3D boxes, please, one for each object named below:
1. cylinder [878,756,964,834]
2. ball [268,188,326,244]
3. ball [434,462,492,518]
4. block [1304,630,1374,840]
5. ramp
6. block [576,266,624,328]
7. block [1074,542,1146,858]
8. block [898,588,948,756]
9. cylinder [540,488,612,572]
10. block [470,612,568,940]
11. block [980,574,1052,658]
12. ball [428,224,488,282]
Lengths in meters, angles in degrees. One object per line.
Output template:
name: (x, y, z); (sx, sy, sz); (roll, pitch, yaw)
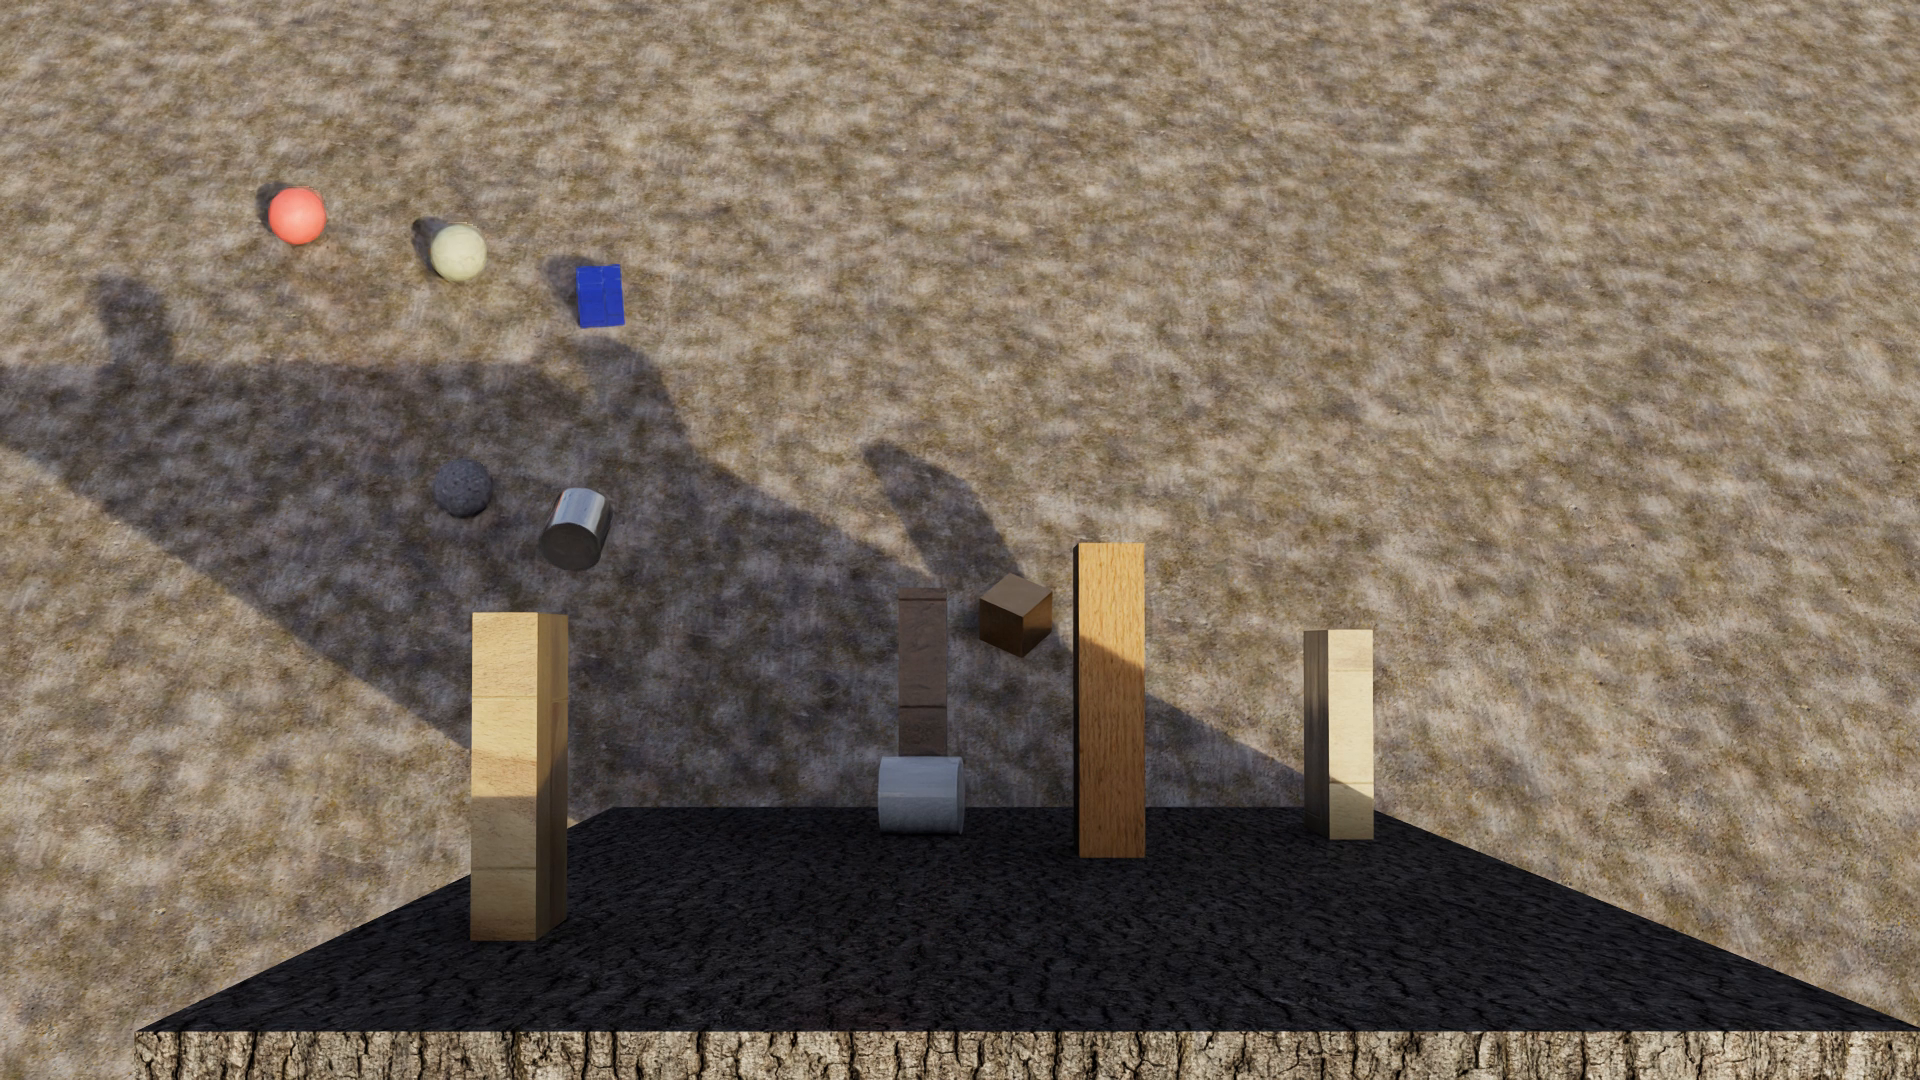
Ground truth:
cylinder: (-0.086, 0.580, 5.905); (0.177, 0.177, 0.177); (0, 36, 6)
ball: (-2.400, -1.173, 9.412); (0.205, 0.205, 0.205); (0, 36, 0)
ball: (-1.538, -0.156, 8.053); (0.177, 0.177, 0.177); (0, 36, 0)
block: (0.866, 0.439, 5.968); (0.098, 0.463, 0.419); (0, -2, 0)
ramp: (0.080, 0.678, 4.894); (2.000, 0.100, 4.000); (0, -2, 0)
block: (-1.245, -0.844, 9.010); (0.151, 0.151, 0.151); (-5, 36, -6)
block: (0.308, 0.330, 5.407); (0.133, 0.637, 0.272); (0, -2, 0)
block: (-0.086, 0.400, 6.230); (0.110, 0.562, 0.445); (0, -2, 0)
cylinder: (-1.160, -0.032, 7.879); (0.183, 0.183, 0.183); (3, 36, 4)
block: (-0.666, 0.351, 3.947); (0.095, 0.478, 0.301); (0, -2, 0)
block: (0.162, 0.219, 7.563); (0.152, 0.152, 0.152); (23, 42, 28)
ball: (-1.775, -1.015, 9.200); (0.203, 0.203, 0.203); (0, 36, 0)
